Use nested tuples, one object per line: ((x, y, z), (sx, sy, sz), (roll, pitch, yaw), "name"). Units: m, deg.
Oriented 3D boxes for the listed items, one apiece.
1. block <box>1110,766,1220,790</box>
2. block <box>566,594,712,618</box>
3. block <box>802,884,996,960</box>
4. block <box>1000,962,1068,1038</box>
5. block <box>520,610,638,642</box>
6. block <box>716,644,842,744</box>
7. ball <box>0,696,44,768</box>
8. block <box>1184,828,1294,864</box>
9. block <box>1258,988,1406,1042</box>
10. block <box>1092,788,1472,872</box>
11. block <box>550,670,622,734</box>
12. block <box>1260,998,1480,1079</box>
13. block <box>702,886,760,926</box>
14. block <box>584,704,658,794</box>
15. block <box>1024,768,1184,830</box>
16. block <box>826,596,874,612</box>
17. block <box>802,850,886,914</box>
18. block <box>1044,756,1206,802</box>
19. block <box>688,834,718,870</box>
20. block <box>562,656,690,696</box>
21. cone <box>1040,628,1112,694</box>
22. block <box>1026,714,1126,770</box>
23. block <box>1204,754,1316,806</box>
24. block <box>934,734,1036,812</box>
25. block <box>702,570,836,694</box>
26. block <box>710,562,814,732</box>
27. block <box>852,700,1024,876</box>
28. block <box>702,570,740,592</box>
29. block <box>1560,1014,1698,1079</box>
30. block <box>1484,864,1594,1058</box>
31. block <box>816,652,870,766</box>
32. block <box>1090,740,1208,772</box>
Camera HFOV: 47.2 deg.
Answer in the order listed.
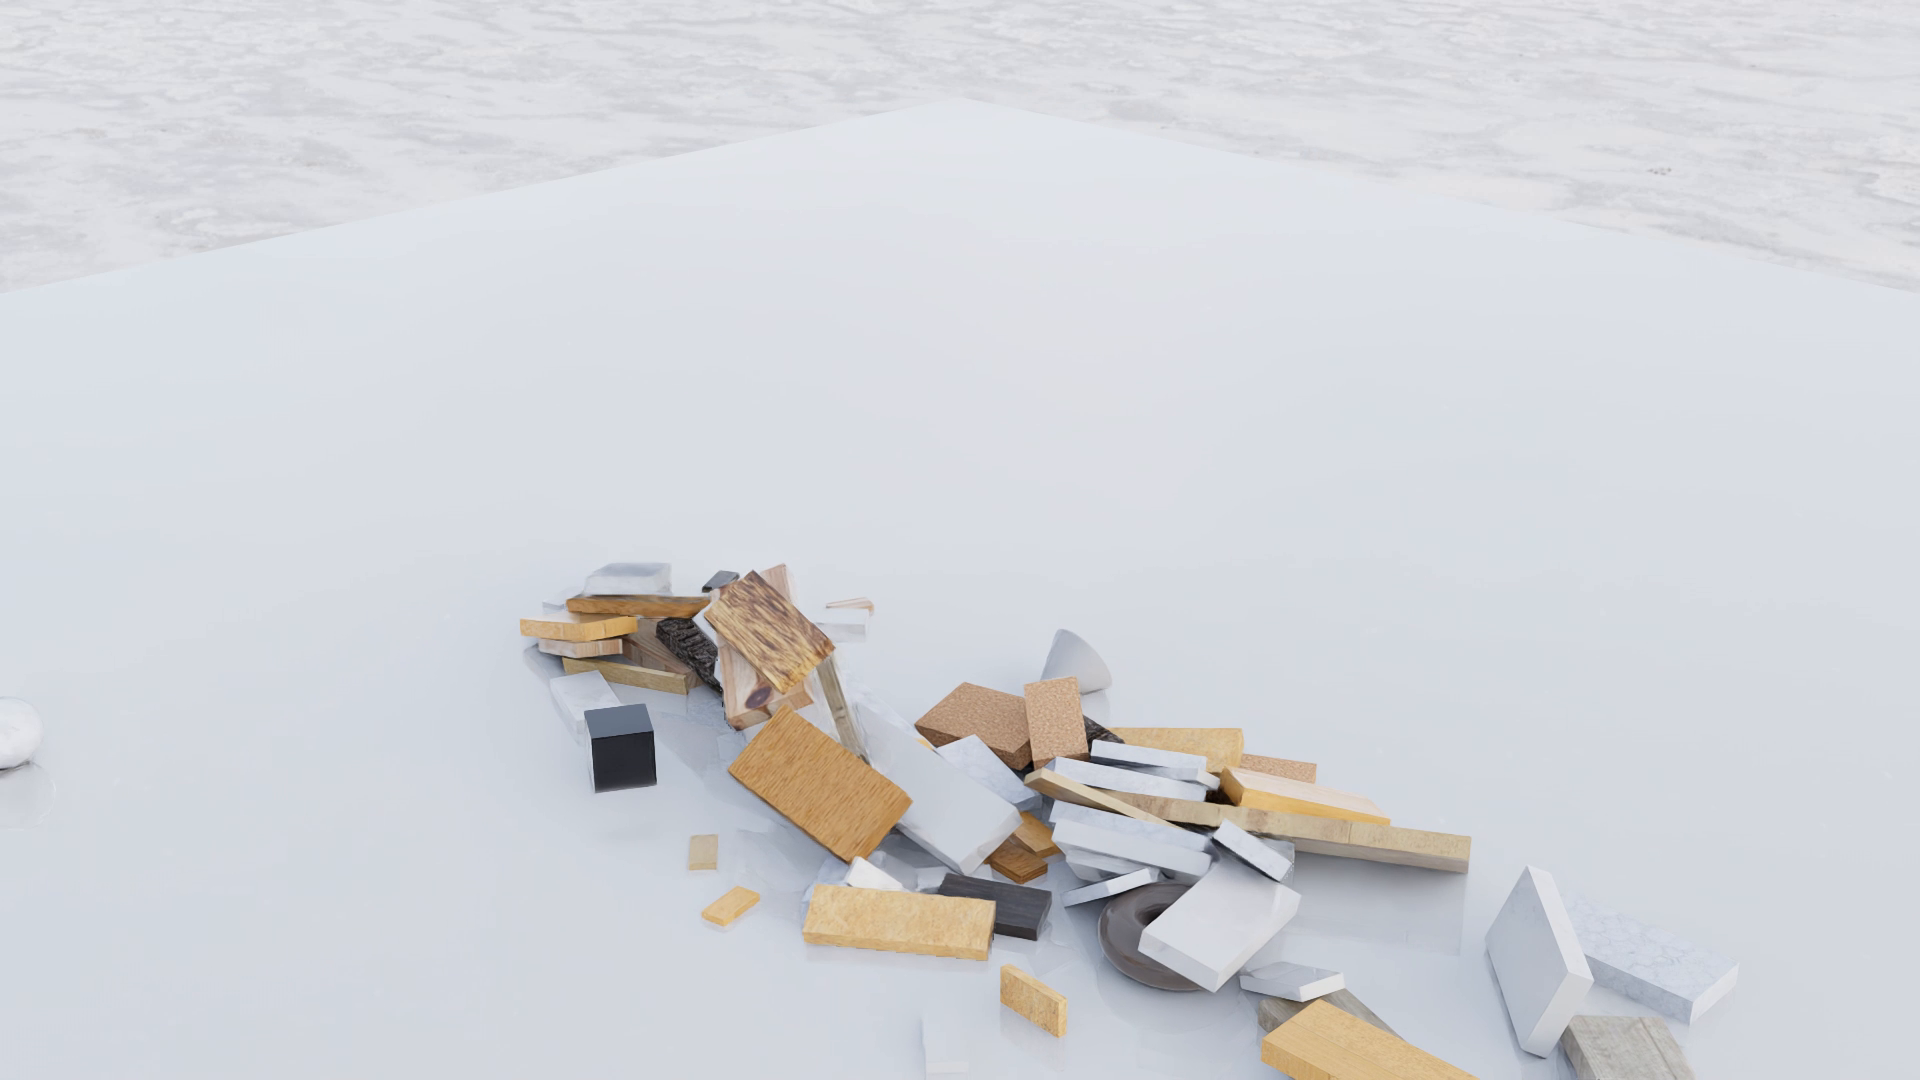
((0.388, 0.473, 4.372), (0.246, 0.024, 0.084), (-3, -21, 37), "block")
((-0.730, 0.151, 5.088), (0.112, 0.032, 0.469), (-7, 5, -44), "block")
((-0.110, 0.699, 4.027), (0.339, 0.032, 0.113), (4, 42, 9), "block")
((0.127, 0.794, 3.796), (0.020, 0.072, 0.144), (-20, 30, -38), "block")
((-0.889, 0.198, 5.118), (0.141, 0.040, 0.283), (-10, 7, -41), "block")
((-0.374, 0.311, 4.513), (0.173, 0.049, 0.346), (-27, 47, 3), "block")
((-2.004, 0.404, 4.615), (0.151, 0.151, 0.151), (0, 23, 0), "ball")
((0.496, 0.590, 4.295), (0.312, 0.059, 0.017), (6, 58, 14), "block")
((0.686, 0.880, 3.631), (0.157, 0.044, 0.457), (-11, 25, -24), "block")
((0.591, 0.560, 4.272), (0.782, 0.043, 0.153), (6, -16, 14), "block")
((-0.825, 0.357, 4.878), (0.112, 0.032, 0.223), (-10, 25, -22), "block")
((0.663, 0.859, 3.566), (0.314, 0.044, 0.157), (21, 31, 40), "block")
((-0.430, 0.686, 4.124), (0.054, 0.015, 0.108), (14, 27, 30), "block")
((-0.707, 0.433, 4.577), (0.128, 0.128, 0.128), (-6, 24, -14), "block")
((0.283, 0.515, 4.219), (0.334, 0.020, 0.072), (25, -27, -17), "block")
((-0.268, 0.163, 5.358), (0.105, 0.015, 0.053), (-9, 25, -20), "block")
((-0.220, 0.652, 4.187), (0.104, 0.029, 0.207), (6, 24, 13), "block")
((0.320, 0.491, 4.354), (0.303, 0.043, 0.152), (12, -16, -6), "block")
((-0.501, 0.611, 4.302), (0.054, 0.015, 0.108), (-2, 23, -4), "block")
((-0.758, 0.305, 4.978), (0.309, 0.048, 0.014), (8, 37, 19), "block")
((0.217, 0.318, 4.912), (0.173, 0.173, 0.173), (-42, 40, -19), "cone")
((0.211, 0.425, 4.579), (0.152, 0.043, 0.303), (-31, 26, -17), "block")
((0.570, 0.495, 4.539), (0.307, 0.043, 0.153), (7, 24, 16), "block")
((0.048, 0.482, 4.465), (0.104, 0.029, 0.207), (-17, 44, -34), "block")
((-0.392, 0.186, 4.494), (0.141, 0.040, 0.283), (-42, 49, -11), "block")
((-0.410, 0.218, 4.537), (0.173, 0.049, 0.346), (-21, 48, 8), "block")
((-0.103, 0.487, 4.372), (0.159, 0.045, 0.507), (-42, 44, -19), "block")
((-0.597, 0.105, 5.494), (0.053, 0.015, 0.105), (7, 24, 16), "block")
((1.110, 0.906, 3.513), (0.168, 0.048, 0.471), (2, 19, -2), "block")
((1.003, 0.728, 3.823), (0.048, 0.168, 0.337), (21, 22, -7), "block")
((-0.301, 0.364, 4.501), (0.159, 0.045, 0.318), (-25, 48, 4), "block")
((0.375, 0.441, 4.372), (0.226, 0.032, 0.113), (8, -16, 7), "block")
